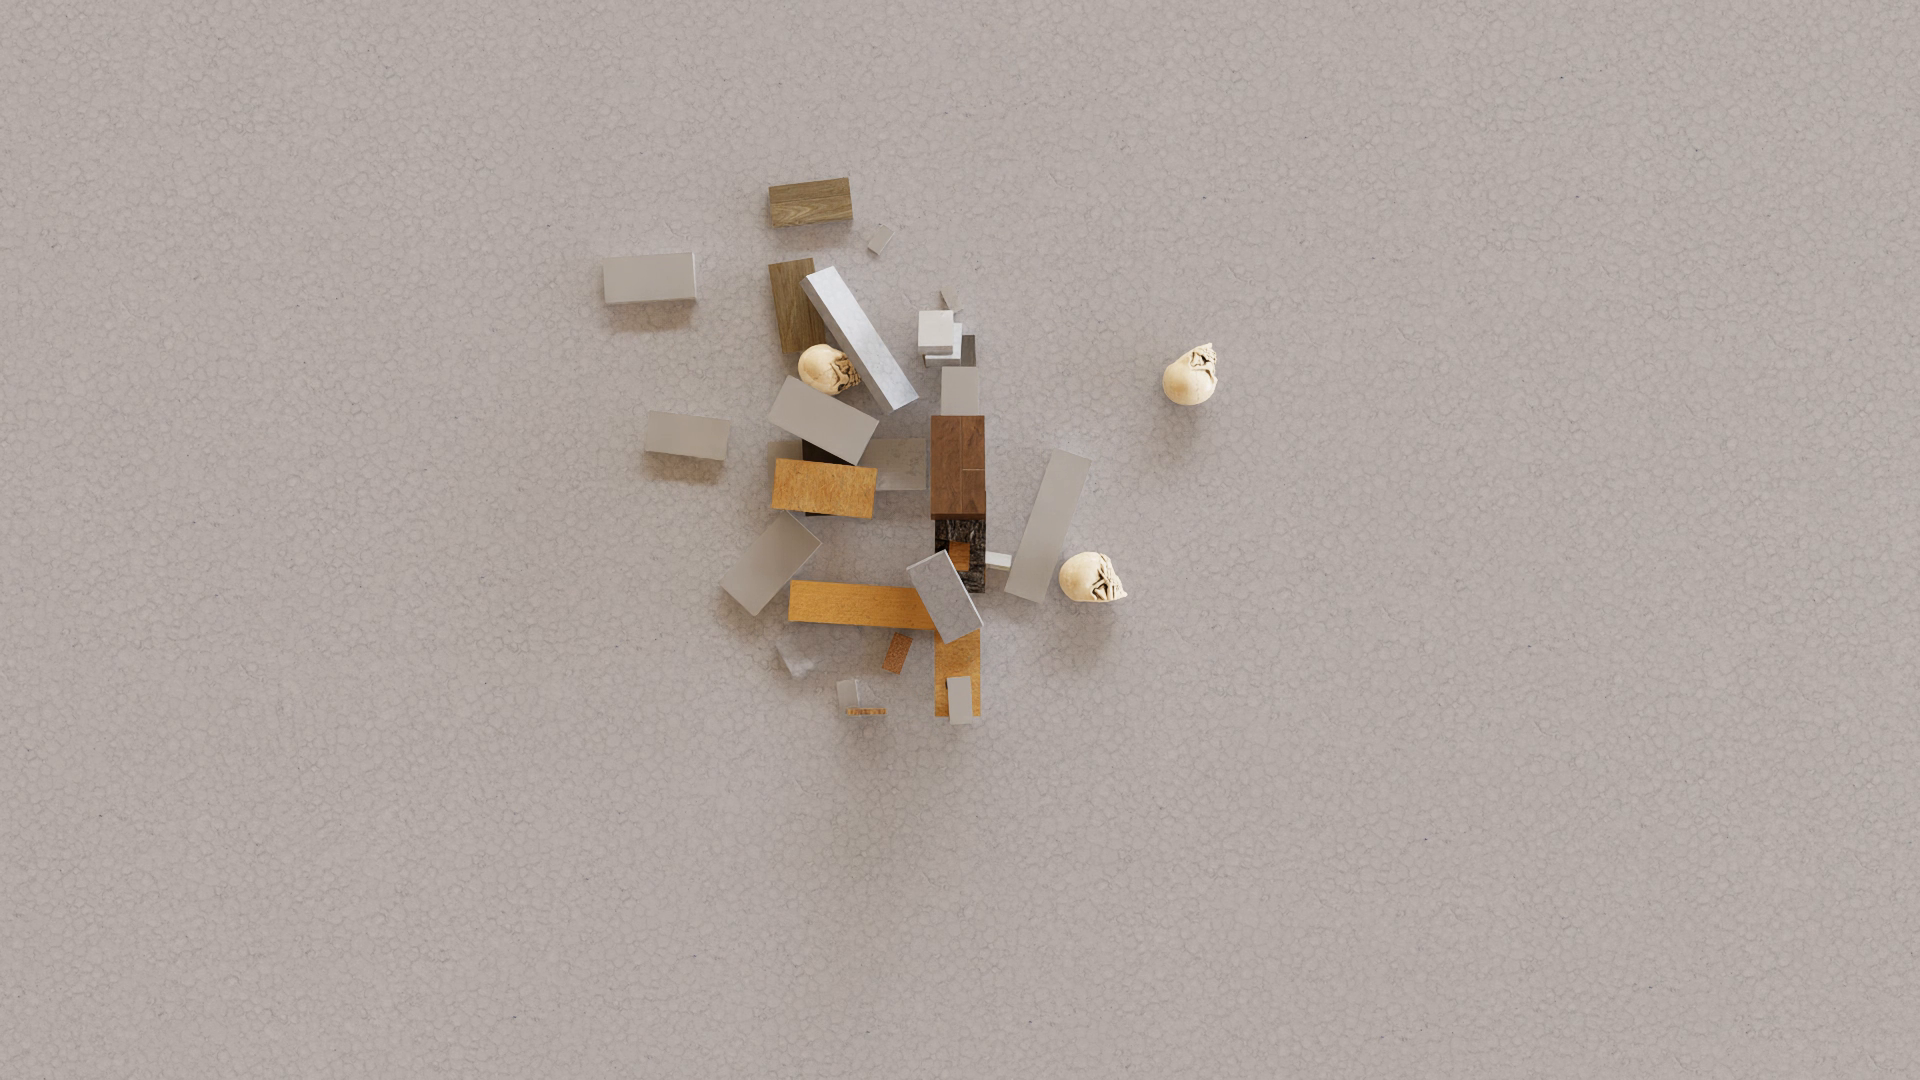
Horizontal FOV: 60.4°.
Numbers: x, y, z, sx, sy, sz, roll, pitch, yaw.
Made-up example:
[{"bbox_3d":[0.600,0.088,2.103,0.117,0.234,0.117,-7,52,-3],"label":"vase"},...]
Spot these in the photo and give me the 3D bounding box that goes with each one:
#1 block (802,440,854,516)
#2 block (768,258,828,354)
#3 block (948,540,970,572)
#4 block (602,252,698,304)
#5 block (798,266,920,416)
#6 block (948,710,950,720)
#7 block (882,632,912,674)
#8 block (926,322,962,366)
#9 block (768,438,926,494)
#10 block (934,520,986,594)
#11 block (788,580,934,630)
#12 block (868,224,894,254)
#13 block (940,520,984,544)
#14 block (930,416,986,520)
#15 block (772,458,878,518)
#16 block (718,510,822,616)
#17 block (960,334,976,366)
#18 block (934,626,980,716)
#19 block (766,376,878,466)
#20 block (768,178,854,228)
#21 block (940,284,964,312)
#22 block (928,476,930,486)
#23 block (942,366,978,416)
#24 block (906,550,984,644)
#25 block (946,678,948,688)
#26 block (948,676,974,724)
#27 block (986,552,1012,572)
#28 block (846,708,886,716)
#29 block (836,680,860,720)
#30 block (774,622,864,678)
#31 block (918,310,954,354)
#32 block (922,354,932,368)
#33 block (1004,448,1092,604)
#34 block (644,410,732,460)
[{"bbox_3d":[-0.430,-0.249,5.428,0.169,0.048,0.338,-2,90,0],"label":"block"},{"bbox_3d":[-0.538,-0.776,5.479,0.149,0.042,0.298,-9,90,0],"label":"block"},{"bbox_3d":[-0.002,0.031,5.128,0.064,0.018,0.129,3,90,0],"label":"block"},{"bbox_3d":[-1.030,-0.869,5.479,0.298,0.042,0.149,-4,90,0],"label":"block"},{"bbox_3d":[-0.331,-0.657,5.429,0.042,0.149,0.521,-33,90,39],"label":"block"},{"bbox_3d":[0.001,0.538,5.104,0.071,0.141,0.020,-4,90,0],"label":"block"},{"bbox_3d":[-0.209,0.377,5.491,0.063,0.018,0.127,21,90,0],"label":"block"},{"bbox_3d":[-0.052,-0.639,5.399,0.113,0.225,0.032,0,128,2],"label":"block"},{"bbox_3d":[-0.375,-0.247,5.476,0.521,0.048,0.169,-1,90,0],"label":"block"},{"bbox_3d":[0.001,0.006,5.160,0.159,0.045,0.318,1,90,0],"label":"block"},{"bbox_3d":[-0.320,0.215,5.450,0.486,0.038,0.133,4,86,-6],"label":"block"},{"bbox_3d":[-0.263,-1.001,5.494,0.045,0.013,0.090,36,90,0],"label":"block"},{"bbox_3d":[0.004,-0.026,5.110,0.129,0.018,0.064,8,90,0],"label":"block"},{"bbox_3d":[-0.006,-0.227,5.143,0.169,0.048,0.338,0,67,0],"label":"block"},{"bbox_3d":[-0.442,-0.168,5.381,0.329,0.047,0.164,6,90,0],"label":"block"},{"bbox_3d":[-0.630,0.076,5.477,0.164,0.047,0.329,43,90,0],"label":"block"},{"bbox_3d":[-0.005,-0.600,5.401,0.113,0.225,0.032,-1,127,0],"label":"block"},{"bbox_3d":[-0.007,0.411,5.194,0.143,0.040,0.285,0,90,0],"label":"block"},{"bbox_3d":[-0.449,-0.389,5.381,0.329,0.047,0.164,27,90,0],"label":"block"},{"bbox_3d":[-0.494,-1.119,5.481,0.266,0.038,0.133,-7,90,0],"label":"block"},{"bbox_3d":[-0.028,-0.803,5.494,0.045,0.013,0.090,-26,90,0],"label":"block"},{"bbox_3d":[-0.080,-0.259,5.425,0.022,0.078,0.157,12,123,0],"label":"block"},{"bbox_3d":[-0.001,-0.432,5.247,0.117,0.033,0.235,1,90,0],"label":"block"},{"bbox_3d":[-0.046,0.177,5.120,0.133,0.038,0.266,-26,102,7],"label":"block"},{"bbox_3d":[-0.009,0.441,5.104,0.071,0.141,0.020,-6,90,0],"label":"block"},{"bbox_3d":[0.001,0.488,5.023,0.071,0.020,0.141,-4,90,0],"label":"block"},{"bbox_3d":[0.104,0.067,5.469,0.129,0.064,0.018,10,127,0],"label":"block"},{"bbox_3d":[-0.312,0.566,5.455,0.127,0.063,0.018,0,88,-13],"label":"block"},{"bbox_3d":[-0.372,0.531,5.491,0.063,0.018,0.127,-8,90,0],"label":"block"},{"bbox_3d":[-0.468,0.333,5.481,0.266,0.038,0.133,-29,90,0],"label":"block"},{"bbox_3d":[-0.079,-0.681,5.401,0.113,0.225,0.032,-1,128,1],"label":"block"},{"bbox_3d":[-0.104,-0.621,5.494,0.045,0.013,0.090,-13,90,0],"label":"block"},{"bbox_3d":[0.292,-0.047,5.481,0.133,0.038,0.505,19,90,0],"label":"block"},{"bbox_3d":[-0.904,-0.347,5.481,0.266,0.038,0.133,7,90,0],"label":"block"}]
